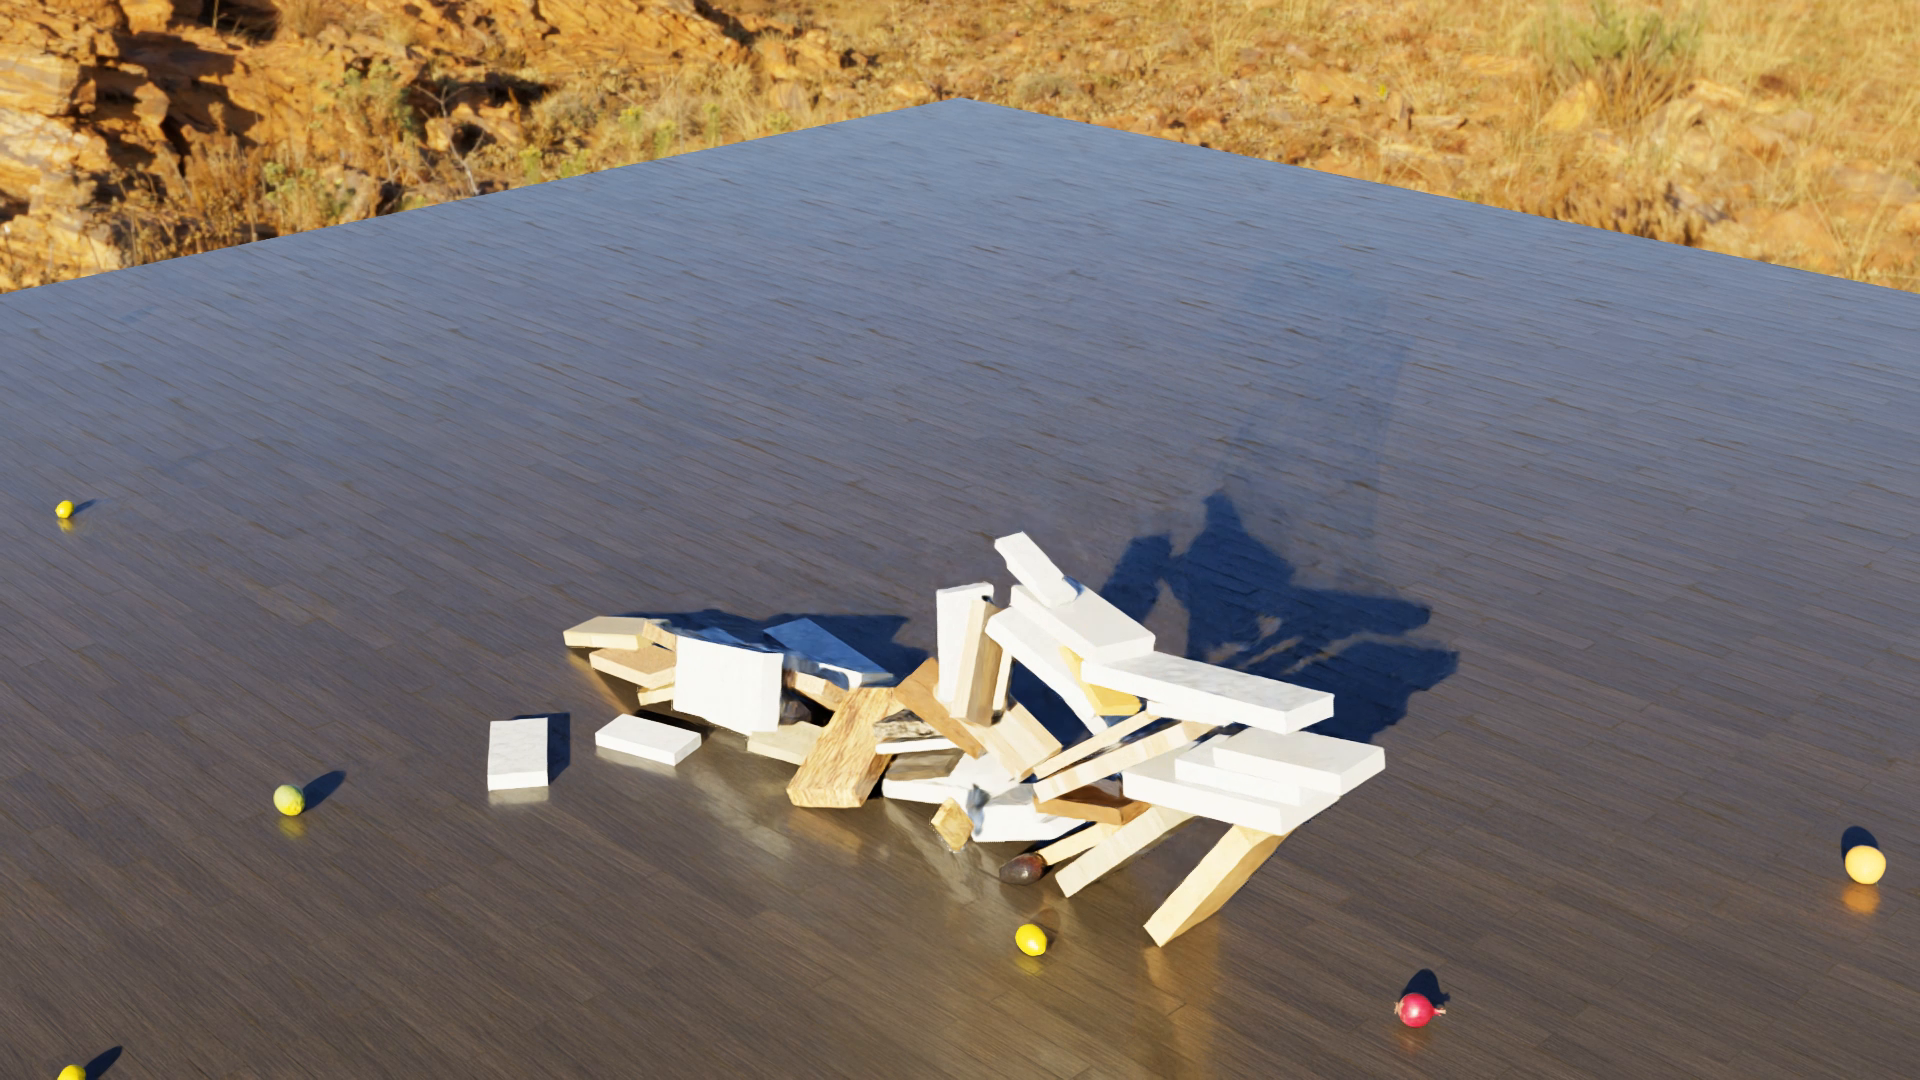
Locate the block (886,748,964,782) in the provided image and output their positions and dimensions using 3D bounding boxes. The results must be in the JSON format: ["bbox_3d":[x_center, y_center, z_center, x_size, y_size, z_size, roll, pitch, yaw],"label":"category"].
[{"bbox_3d":[-0.070,0.446,4.382,0.150,0.021,0.075,-10,28,37],"label":"block"}]

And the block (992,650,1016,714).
[{"bbox_3d":[0.087,0.265,4.225,0.018,0.130,0.065,9,-9,9],"label":"block"}]

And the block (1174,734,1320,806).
[{"bbox_3d":[0.520,0.400,3.840,0.262,0.037,0.131,8,22,43],"label":"block"}]

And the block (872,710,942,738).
[{"bbox_3d":[-0.053,0.368,4.450,0.226,0.032,0.113,-6,7,34],"label":"block"}]

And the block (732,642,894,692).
[{"bbox_3d":[-0.328,0.283,4.862,0.323,0.046,0.162,12,1,23],"label":"block"}]

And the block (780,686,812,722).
[{"bbox_3d":[-0.425,0.351,4.835,0.098,0.028,0.195,-18,41,-38],"label":"block"}]

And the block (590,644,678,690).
[{"bbox_3d":[-0.716,0.278,4.968,0.117,0.033,0.314,-18,16,-31],"label":"block"}]

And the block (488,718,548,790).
[{"bbox_3d":[-0.934,0.451,4.654,0.120,0.034,0.240,-4,23,-9],"label":"block"}]

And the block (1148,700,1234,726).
[{"bbox_3d":[0.428,0.297,3.908,0.172,0.024,0.086,5,17,44],"label":"block"}]

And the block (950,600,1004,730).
[{"bbox_3d":[0.039,0.237,4.177,0.032,0.226,0.113,4,-13,27],"label":"block"}]

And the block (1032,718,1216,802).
[{"bbox_3d":[0.310,0.392,4.052,0.389,0.037,0.131,-29,-4,43],"label":"block"}]

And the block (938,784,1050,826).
[{"bbox_3d":[0.097,0.522,4.343,0.135,0.038,0.271,-21,6,-40],"label":"block"}]

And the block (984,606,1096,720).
[{"bbox_3d":[0.190,0.217,4.122,0.269,0.038,0.135,39,38,21],"label":"block"}]

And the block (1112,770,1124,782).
[{"bbox_3d":[0.361,0.508,4.484,0.060,0.017,0.120,18,17,-28],"label":"block"}]

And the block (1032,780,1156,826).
[{"bbox_3d":[0.260,0.490,4.141,0.117,0.033,0.235,-20,13,-39],"label":"block"}]

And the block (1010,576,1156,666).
[{"bbox_3d":[0.226,0.148,4.088,0.135,0.038,0.269,-10,28,-32],"label":"block"}]

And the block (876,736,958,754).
[{"bbox_3d":[-0.066,0.406,4.425,0.216,0.020,0.070,-9,5,38],"label":"block"}]

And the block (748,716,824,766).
[{"bbox_3d":[-0.337,0.428,4.638,0.202,0.029,0.101,15,36,5],"label":"block"}]

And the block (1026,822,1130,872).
[{"bbox_3d":[0.241,0.568,4.199,0.117,0.033,0.235,-21,-9,-40],"label":"block"}]

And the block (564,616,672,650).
[{"bbox_3d":[-0.800,0.216,5.139,0.235,0.033,0.117,1,17,36],"label":"block"}]

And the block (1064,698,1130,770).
[{"bbox_3d":[0.261,0.329,4.210,0.032,0.249,0.113,-30,40,13],"label":"block"}]

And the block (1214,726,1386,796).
[{"bbox_3d":[0.580,0.373,3.771,0.262,0.037,0.131,9,22,43],"label":"block"}]

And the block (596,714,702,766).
[{"bbox_3d":[-0.668,0.427,4.718,0.202,0.029,0.101,11,26,25],"label":"block"}]

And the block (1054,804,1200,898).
[{"bbox_3d":[0.336,0.552,4.096,0.173,0.347,0.049,-21,74,-40],"label":"block"}]

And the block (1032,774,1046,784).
[{"bbox_3d":[0.216,0.513,4.527,0.140,0.020,0.070,3,23,6],"label":"block"}]

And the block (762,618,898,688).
[{"bbox_3d":[-0.302,0.277,5.063,0.120,0.034,0.399,-15,27,-32],"label":"block"}]

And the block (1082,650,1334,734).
[{"bbox_3d":[0.431,0.261,3.885,0.135,0.038,0.465,-14,18,-42],"label":"block"}]

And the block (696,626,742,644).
[{"bbox_3d":[-0.564,0.243,5.164,0.069,0.020,0.139,-19,30,-38],"label":"block"}]

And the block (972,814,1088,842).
[{"bbox_3d":[0.140,0.550,4.303,0.117,0.033,0.235,-21,7,-40],"label":"block"}]

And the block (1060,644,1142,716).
[{"bbox_3d":[0.258,0.254,4.057,0.086,0.024,0.172,0,41,-30],"label":"block"}]

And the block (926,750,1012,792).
[{"bbox_3d":[0.020,0.430,4.387,0.271,0.038,0.135,2,37,50],"label":"block"}]

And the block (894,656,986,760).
[{"bbox_3d":[-0.013,0.331,4.335,0.217,0.031,0.108,36,56,22],"label":"block"}]

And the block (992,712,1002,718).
[{"bbox_3d":[0.044,0.286,4.244,0.060,0.120,0.017,-17,11,-36],"label":"block"}]

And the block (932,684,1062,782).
[{"bbox_3d":[0.072,0.352,4.285,0.108,0.031,0.258,-31,59,-28],"label":"block"}]

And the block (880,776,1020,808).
[{"bbox_3d":[-0.022,0.490,4.459,0.135,0.038,0.271,-21,14,-40],"label":"block"}]

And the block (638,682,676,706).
[{"bbox_3d":[-0.648,0.311,4.935,0.098,0.028,0.195,-12,17,12],"label":"block"}]

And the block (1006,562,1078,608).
[{"bbox_3d":[0.153,0.075,4.123,0.065,0.018,0.130,-16,46,-36],"label":"block"}]

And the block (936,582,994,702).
[{"bbox_3d":[0.013,0.197,4.249,0.108,0.217,0.031,-10,16,-28],"label":"block"}]

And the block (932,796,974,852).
[{"bbox_3d":[-0.012,0.540,4.184,0.017,0.120,0.060,22,68,32],"label":"block"}]

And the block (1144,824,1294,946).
[{"bbox_3d":[0.479,0.592,3.959,0.173,0.346,0.049,-22,65,-42],"label":"block"}]

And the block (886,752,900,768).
[{"bbox_3d":[-0.111,0.456,4.571,0.075,0.021,0.150,-18,12,-32],"label":"block"}]

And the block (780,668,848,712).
[{"bbox_3d":[-0.291,0.334,4.748,0.120,0.034,0.240,13,-12,28],"label":"block"}]

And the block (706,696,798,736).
[{"bbox_3d":[-0.451,0.370,4.758,0.202,0.101,0.029,16,-2,32],"label":"block"}]

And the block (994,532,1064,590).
[{"bbox_3d":[0.129,0.038,4.127,0.065,0.018,0.130,-15,48,-35],"label":"block"}]

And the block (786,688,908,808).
[{"bbox_3d":[-0.215,0.426,4.549,0.162,0.046,0.323,-3,35,29],"label":"block"}]

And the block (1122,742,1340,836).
[{"bbox_3d":[0.478,0.434,3.896,0.346,0.049,0.173,9,23,43],"label":"block"}]

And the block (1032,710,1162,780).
[{"bbox_3d":[0.267,0.370,4.084,0.086,0.024,0.310,-20,-10,-47],"label":"block"}]

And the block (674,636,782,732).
[{"bbox_3d":[-0.498,0.304,4.692,0.046,0.162,0.359,3,2,-37],"label":"block"}]

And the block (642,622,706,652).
[{"bbox_3d":[-0.611,0.235,4.976,0.117,0.033,0.235,13,3,-37],"label":"block"}]
